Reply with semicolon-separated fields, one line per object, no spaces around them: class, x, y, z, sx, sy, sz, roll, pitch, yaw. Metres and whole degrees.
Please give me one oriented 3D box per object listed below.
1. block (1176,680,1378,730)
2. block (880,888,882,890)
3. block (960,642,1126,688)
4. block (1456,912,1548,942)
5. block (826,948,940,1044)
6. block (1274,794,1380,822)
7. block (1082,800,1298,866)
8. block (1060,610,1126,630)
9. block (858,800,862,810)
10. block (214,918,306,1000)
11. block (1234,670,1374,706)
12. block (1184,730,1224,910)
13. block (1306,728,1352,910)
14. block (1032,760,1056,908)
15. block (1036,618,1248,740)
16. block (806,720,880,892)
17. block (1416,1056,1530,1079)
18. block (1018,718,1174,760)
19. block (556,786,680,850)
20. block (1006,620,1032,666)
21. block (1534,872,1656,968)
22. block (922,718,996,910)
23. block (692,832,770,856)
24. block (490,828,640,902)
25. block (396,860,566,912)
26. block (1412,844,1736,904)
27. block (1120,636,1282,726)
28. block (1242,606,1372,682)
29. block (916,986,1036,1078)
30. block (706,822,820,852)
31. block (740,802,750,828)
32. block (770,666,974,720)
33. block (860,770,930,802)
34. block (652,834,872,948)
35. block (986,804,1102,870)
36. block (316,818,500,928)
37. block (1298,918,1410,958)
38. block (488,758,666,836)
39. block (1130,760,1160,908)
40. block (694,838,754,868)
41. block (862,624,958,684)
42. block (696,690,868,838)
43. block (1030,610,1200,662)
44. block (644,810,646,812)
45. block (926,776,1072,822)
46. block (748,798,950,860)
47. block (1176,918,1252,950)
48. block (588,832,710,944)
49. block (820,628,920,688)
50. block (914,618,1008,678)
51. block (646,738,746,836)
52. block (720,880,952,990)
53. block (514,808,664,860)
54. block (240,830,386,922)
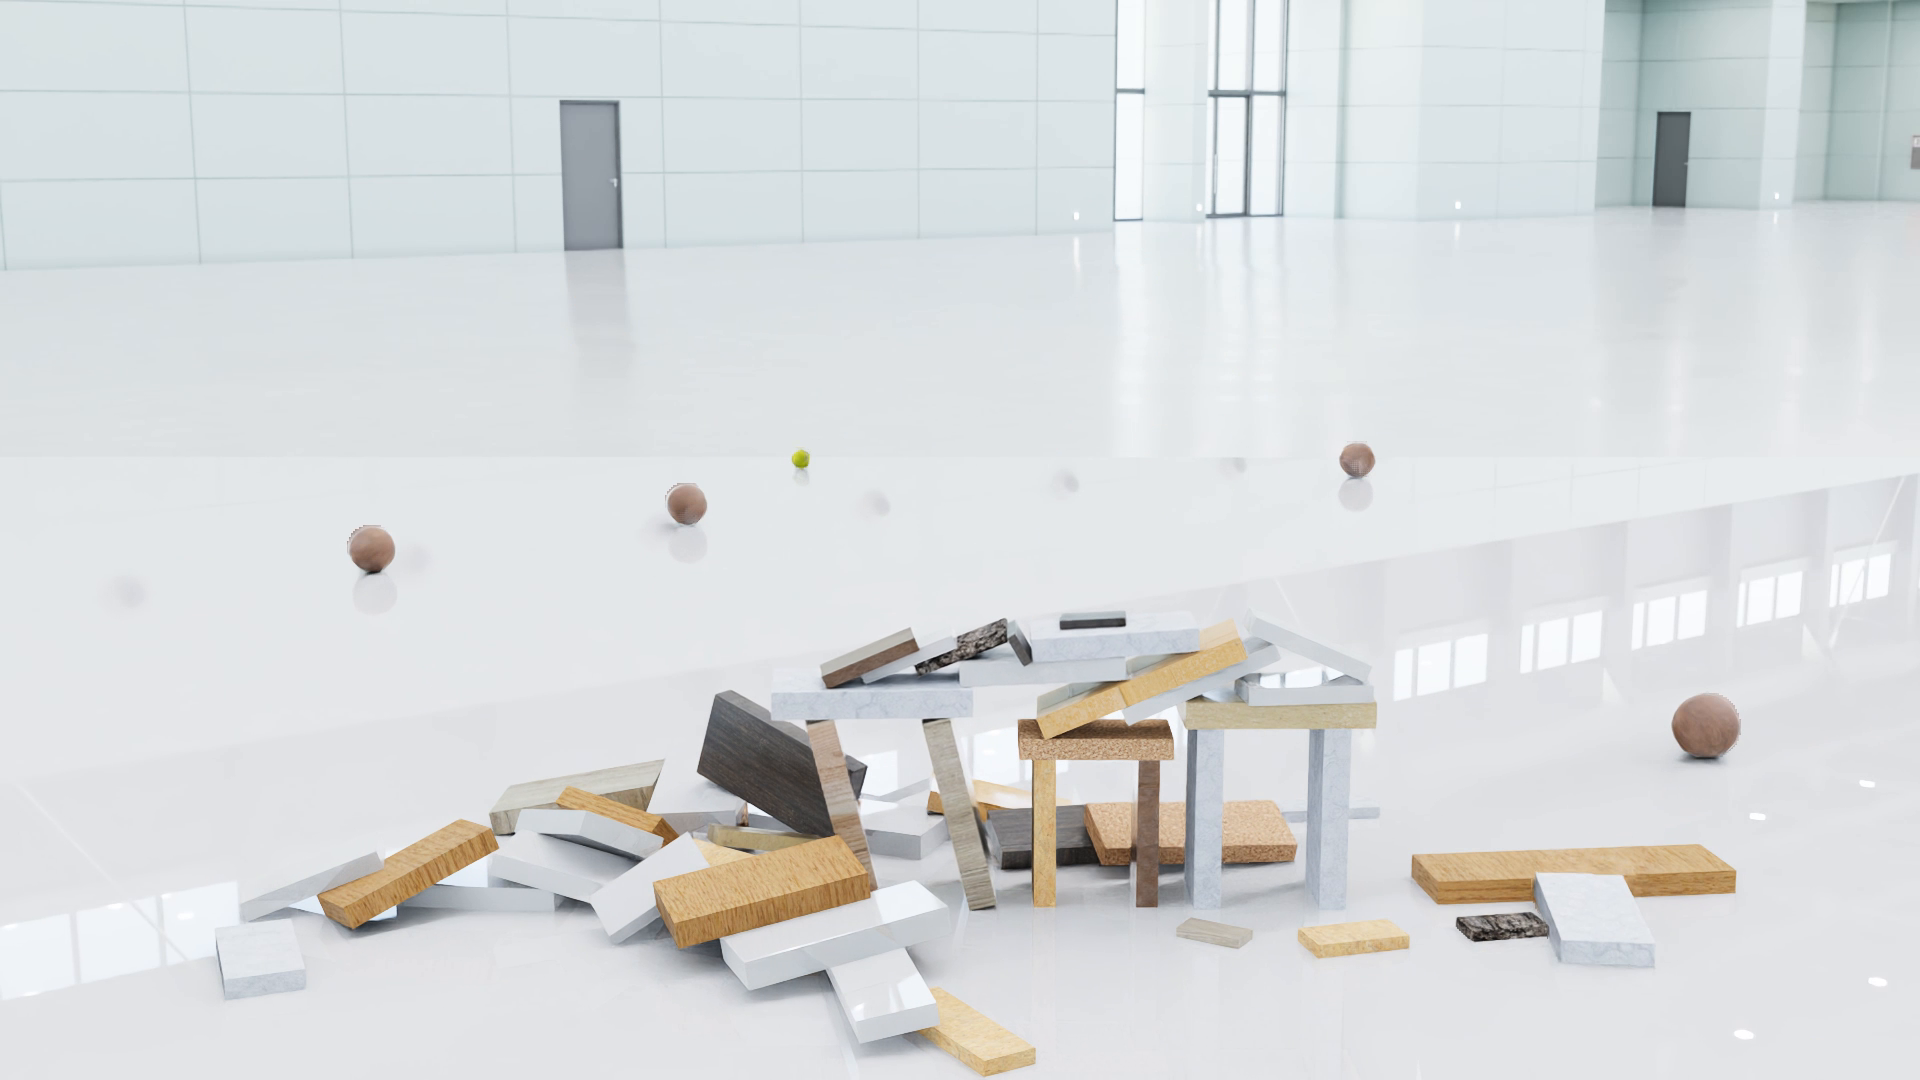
block;0.514;0.268;3.602;0.307;0.043;0.153;0;11;-1
block;-0.125;0.595;3.491;0.082;0.023;0.165;18;11;21
block;0.135;0.201;3.596;0.267;0.038;0.134;-3;10;2
block;0.860;0.614;3.491;0.128;0.018;0.064;-2;11;-10
block;-0.121;0.642;3.193;0.114;0.032;0.359;-11;9;-10
block;0.662;0.501;4.091;0.222;0.022;0.077;-2;11;-10
block;0.401;0.509;3.835;0.351;0.037;0.130;1;30;-14
block;0.217;0.131;3.584;0.107;0.015;0.054;-3;10;6
block;-0.229;0.506;3.845;0.082;0.023;0.165;10;31;5
block;-1.064;0.635;3.340;0.114;0.032;0.229;-4;11;-21
block;0.556;0.239;3.560;0.203;0.029;0.102;-1;11;-6
block;0.404;0.439;3.639;0.043;0.307;0.153;0;11;0
block;0.609;0.439;3.639;0.043;0.307;0.153;0;11;0
block;0.138;0.468;3.642;0.035;0.250;0.125;0;11;0
block;0.294;0.225;3.587;0.351;0.038;0.134;-23;10;7
block;-0.195;0.431;3.633;0.046;0.323;0.162;-14;12;-3
block;0.661;0.734;2.787;0.140;0.040;0.280;1;11;7
block;0.221;0.327;3.615;0.250;0.035;0.125;0;11;0
block;-0.572;0.503;3.797;0.264;0.132;0.037;10;56;43
block;0.095;0.166;3.541;0.015;0.054;0.107;-30;9;6
block;1.001;0.599;3.482;0.140;0.040;0.280;1;13;6
block;-0.001;0.430;3.639;0.046;0.323;0.162;-14;10;2
block;-0.328;0.534;3.706;0.132;0.037;0.264;10;-4;-37
block;-0.623;0.548;3.624;0.266;0.038;0.133;15;12;5
block;-0.787;0.573;3.659;0.266;0.038;0.133;1;11;6
block;1.032;0.562;3.708;0.512;0.040;0.140;-1;11;-6
block;0.385;0.224;3.579;0.268;0.029;0.102;-24;10;1
block;0.561;0.168;3.561;0.203;0.029;0.102;23;8;-2
block;0.001;0.687;3.083;0.082;0.023;0.257;-6;12;-31
block;-0.321;0.500;3.666;0.187;0.027;0.094;9;-3;-16
block;-0.428;0.483;3.949;0.094;0.027;0.187;-5;19;-5
block;-0.145;0.250;3.597;0.323;0.046;0.162;-1;11;-3
block;-0.136;0.477;4.217;0.077;0.022;0.154;8;13;36
block;-0.307;0.541;3.401;0.305;0.043;0.153;-12;19;-17
block;0.186;0.518;3.861;0.259;0.037;0.130;-2;27;-11
block;-0.896;0.539;3.573;0.266;0.038;0.133;-28;16;-31
block;0.615;0.622;3.436;0.154;0.022;0.077;-3;11;-16
block;-0.692;0.470;4.027;0.305;0.043;0.153;-10;12;5
block;0.306;0.468;3.642;0.035;0.250;0.125;0;11;0
block;-0.356;0.556;3.507;0.290;0.041;0.145;10;24;30
block;-0.083;0.187;3.587;0.161;0.023;0.081;-22;10;4
block;-0.312;0.398;3.824;0.312;0.156;0.044;26;22;28
block;0.249;0.157;3.579;0.267;0.038;0.134;-4;10;1
block;-0.599;0.496;4.074;0.132;0.037;0.264;-2;11;-9
block;0.072;0.482;4.001;0.259;0.037;0.130;13;11;0
block;-0.264;0.507;3.995;0.486;0.044;0.156;4;11;22
block;0.401;0.620;3.467;0.107;0.015;0.054;6;12;30
block;-0.486;0.549;3.474;0.187;0.027;0.094;-33;45;-9
block;-0.147;0.191;3.565;0.161;0.023;0.081;-23;12;-1
block;0.004;0.175;3.591;0.161;0.023;0.081;-22;9;5
block;-0.462;0.441;3.967;0.156;0.044;0.312;-3;19;3
block;-0.189;0.593;3.316;0.318;0.043;0.153;-13;11;-18
block;-0.627;0.496;3.703;0.145;0.041;0.290;25;-18;-28
block;-1.058;0.549;3.604;0.229;0.032;0.114;-21;14;-8
